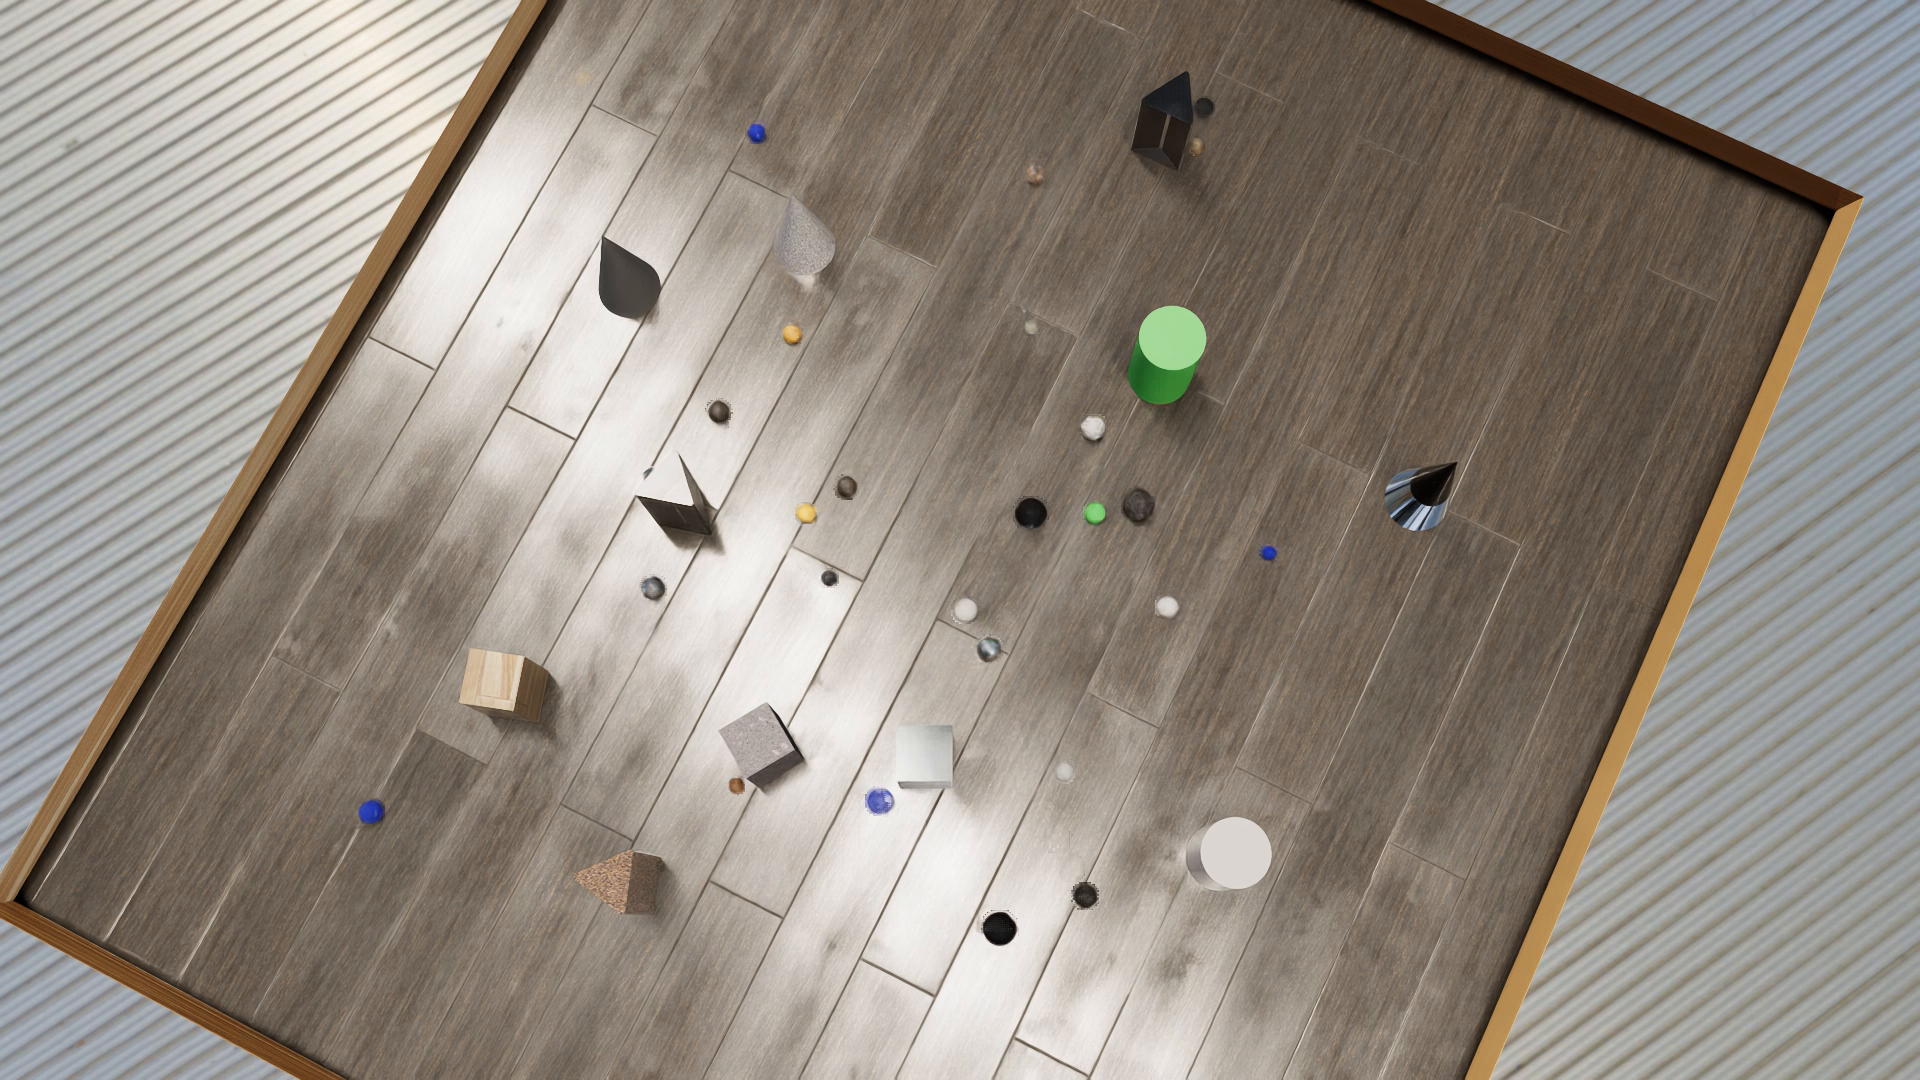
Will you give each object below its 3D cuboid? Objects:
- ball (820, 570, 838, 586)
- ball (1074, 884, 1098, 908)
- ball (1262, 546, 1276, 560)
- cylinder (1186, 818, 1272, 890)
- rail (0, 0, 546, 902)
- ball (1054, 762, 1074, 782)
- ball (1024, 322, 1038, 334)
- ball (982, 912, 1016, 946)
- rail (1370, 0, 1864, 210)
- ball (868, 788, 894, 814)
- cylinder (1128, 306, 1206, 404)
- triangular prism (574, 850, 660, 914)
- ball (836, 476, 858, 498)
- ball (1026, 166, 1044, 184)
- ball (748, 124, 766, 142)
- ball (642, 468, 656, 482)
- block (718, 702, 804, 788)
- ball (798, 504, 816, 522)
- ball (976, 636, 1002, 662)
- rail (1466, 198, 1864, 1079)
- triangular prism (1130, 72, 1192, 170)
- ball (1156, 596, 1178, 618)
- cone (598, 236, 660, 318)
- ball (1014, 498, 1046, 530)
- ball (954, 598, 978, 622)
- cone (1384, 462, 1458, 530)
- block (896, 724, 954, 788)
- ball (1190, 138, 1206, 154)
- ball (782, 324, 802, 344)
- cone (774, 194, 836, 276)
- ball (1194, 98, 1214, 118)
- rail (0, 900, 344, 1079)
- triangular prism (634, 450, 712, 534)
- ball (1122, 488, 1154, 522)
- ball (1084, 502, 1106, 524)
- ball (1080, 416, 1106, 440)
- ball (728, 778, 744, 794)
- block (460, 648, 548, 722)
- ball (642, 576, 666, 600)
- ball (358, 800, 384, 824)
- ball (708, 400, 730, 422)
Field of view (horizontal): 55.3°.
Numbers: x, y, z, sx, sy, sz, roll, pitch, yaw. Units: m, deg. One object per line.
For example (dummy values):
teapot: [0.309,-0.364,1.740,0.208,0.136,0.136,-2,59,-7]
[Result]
ball: [-0.398,0.117,5.567,0.050,0.050,0.050,0,78,0]
ball: [0.367,1.044,5.365,0.070,0.070,0.070,0,78,0]
ball: [0.943,0.040,5.586,0.043,0.043,0.043,0,78,0]
cylinder: [0.766,0.903,5.254,0.197,0.344,0.197,0,78,0]
rail: [-1.799,-0.874,5.731,0.045,0.128,4.462,26,80,5]
ball: [0.309,0.688,5.445,0.058,0.058,0.058,0,78,0]
ball: [0.220,-0.663,5.732,0.042,0.042,0.042,0,78,0]
ball: [0.116,1.132,5.332,0.099,0.099,0.099,0,78,0]
rail: [0.987,-1.926,5.949,4.071,0.128,0.045,26,80,5]
ball: [-0.234,0.770,5.407,0.079,0.079,0.079,0,78,0]
cylinder: [0.623,-0.555,5.546,0.197,0.364,0.197,0,78,0]
triangular prism: [-0.930,0.946,5.177,0.171,0.477,0.148,35,80,7]
ball: [-0.347,-0.162,5.616,0.066,0.066,0.066,0,78,0]
ball: [0.239,-1.163,5.828,0.057,0.057,0.057,0,78,0]
ball: [-0.650,-1.301,5.856,0.058,0.058,0.058,0,78,0]
ball: [-0.948,-0.193,5.627,0.058,0.058,0.058,0,78,0]
block: [-0.572,0.597,5.316,0.158,0.346,0.158,-30,80,-6]
ball: [-0.471,-0.080,5.605,0.056,0.056,0.056,0,78,0]
ball: [0.087,0.328,5.511,0.075,0.075,0.075,0,78,0]
rail: [1.799,0.888,5.366,0.045,0.128,4.462,26,80,5]
triangular prism: [0.656,-1.319,5.710,0.171,0.352,0.148,26,80,5]
ball: [0.627,0.203,5.540,0.067,0.067,0.067,0,78,0]
cone: [-1.043,-0.842,5.559,0.197,0.455,0.197,0,78,0]
ball: [0.216,-0.080,5.583,0.098,0.098,0.098,0,78,0]
ball: [0.017,0.212,5.536,0.072,0.072,0.072,0,78,0]
cone: [1.406,-0.173,5.409,0.197,0.476,0.197,0,78,0]
block: [-0.100,0.633,5.331,0.158,0.302,0.158,0,78,0]
ball: [0.758,-1.259,5.852,0.049,0.049,0.049,0,78,0]
ball: [-0.526,-0.643,5.719,0.060,0.060,0.060,0,78,0]
cone: [-0.493,-0.977,5.599,0.197,0.430,0.197,0,78,0]
ball: [0.782,-1.385,5.872,0.062,0.062,0.062,0,78,0]
rail: [-0.987,1.940,5.149,4.071,0.128,0.045,26,80,5]
triangular prism: [-0.830,-0.146,5.438,0.171,0.410,0.148,11,79,2]
ball: [0.543,-0.107,5.588,0.098,0.098,0.098,0,78,0]
ball: [0.413,-0.082,5.601,0.065,0.065,0.065,0,78,0]
ball: [0.411,-0.347,5.650,0.076,0.076,0.076,0,78,0]
ball: [-0.665,0.728,5.442,0.047,0.047,0.047,0,78,0]
block: [-1.332,0.429,5.366,0.158,0.317,0.158,8,78,2]
ball: [-0.929,0.147,5.550,0.071,0.071,0.071,0,78,0]
ball: [-1.742,0.804,5.414,0.071,0.071,0.071,0,78,0]
ball: [-0.745,-0.396,5.664,0.068,0.068,0.068,0,78,0]
